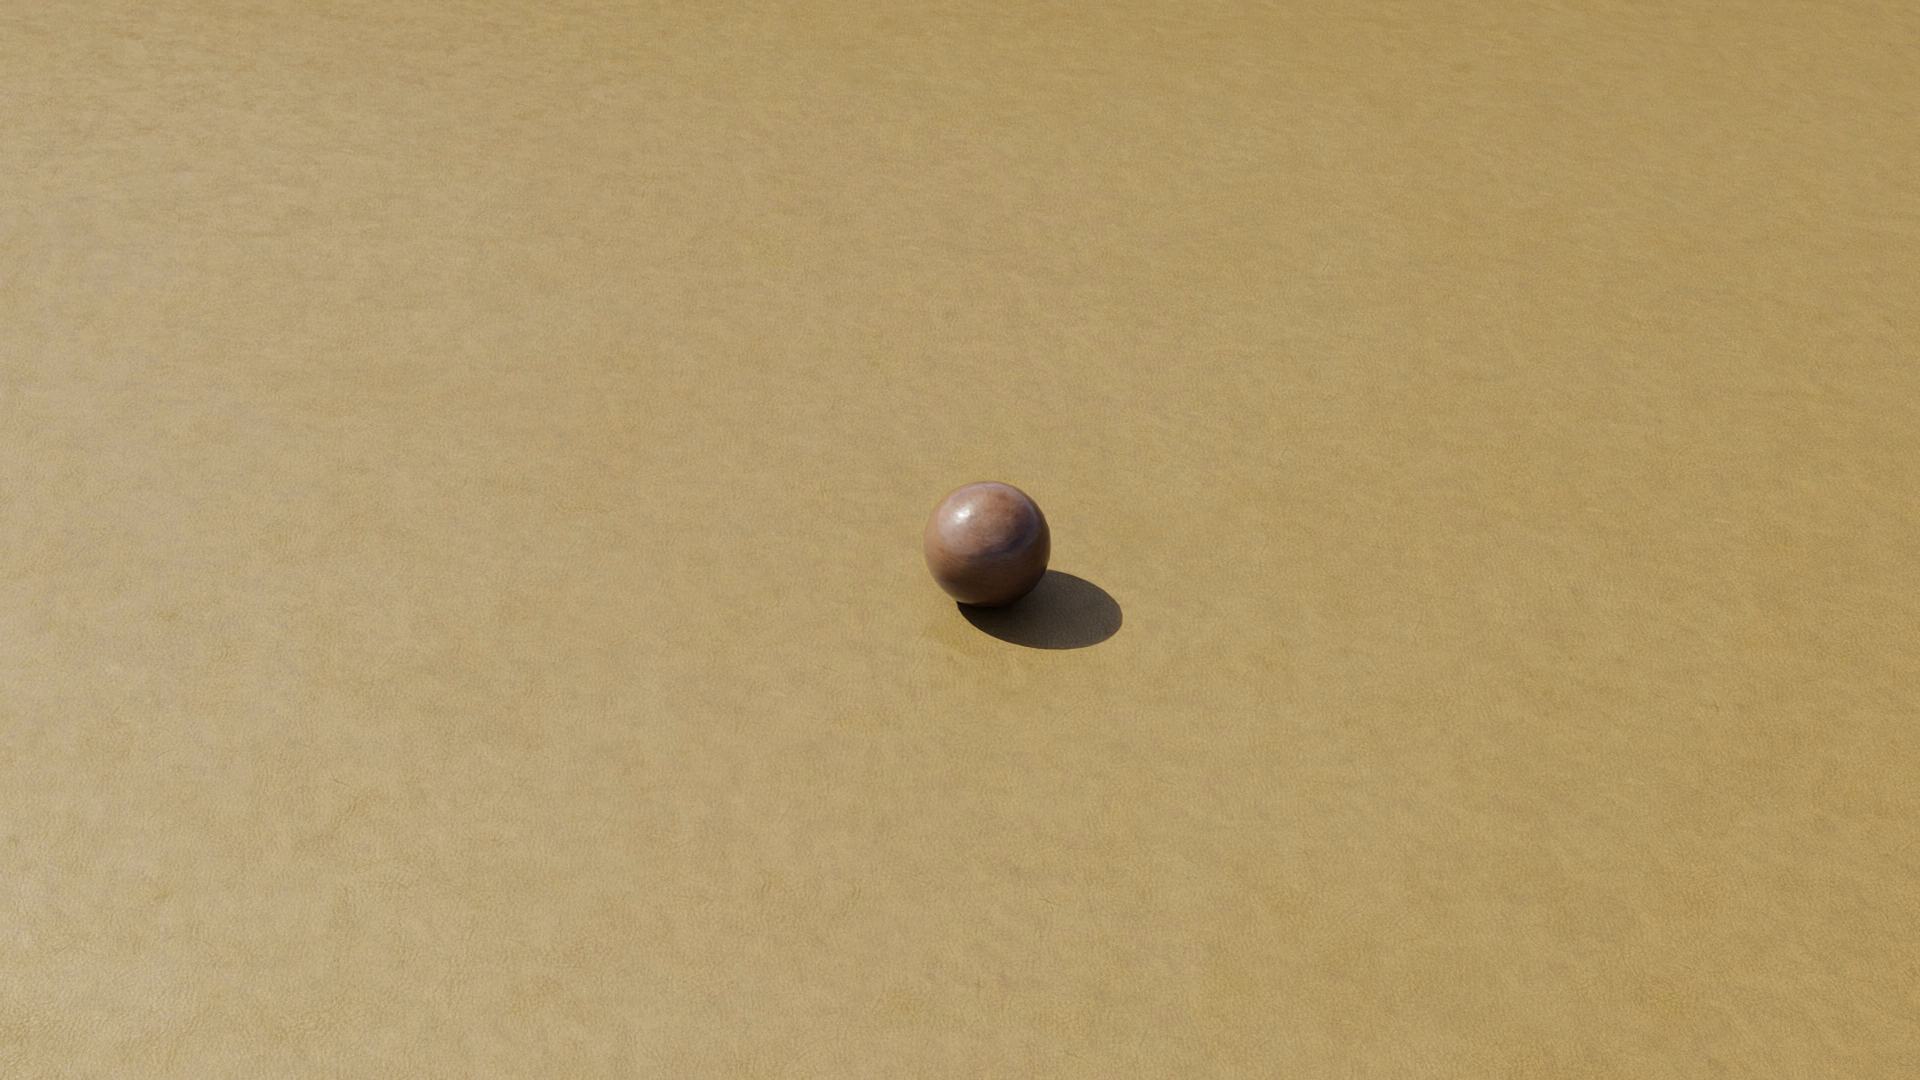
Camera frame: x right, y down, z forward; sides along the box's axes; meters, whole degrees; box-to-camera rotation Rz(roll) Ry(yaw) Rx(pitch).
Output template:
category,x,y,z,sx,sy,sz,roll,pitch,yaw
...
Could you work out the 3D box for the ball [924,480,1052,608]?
category,x,y,z,sx,sy,sz,roll,pitch,yaw
ball,0.016,0.002,1.540,0.077,0.077,0.077,0,37,0
